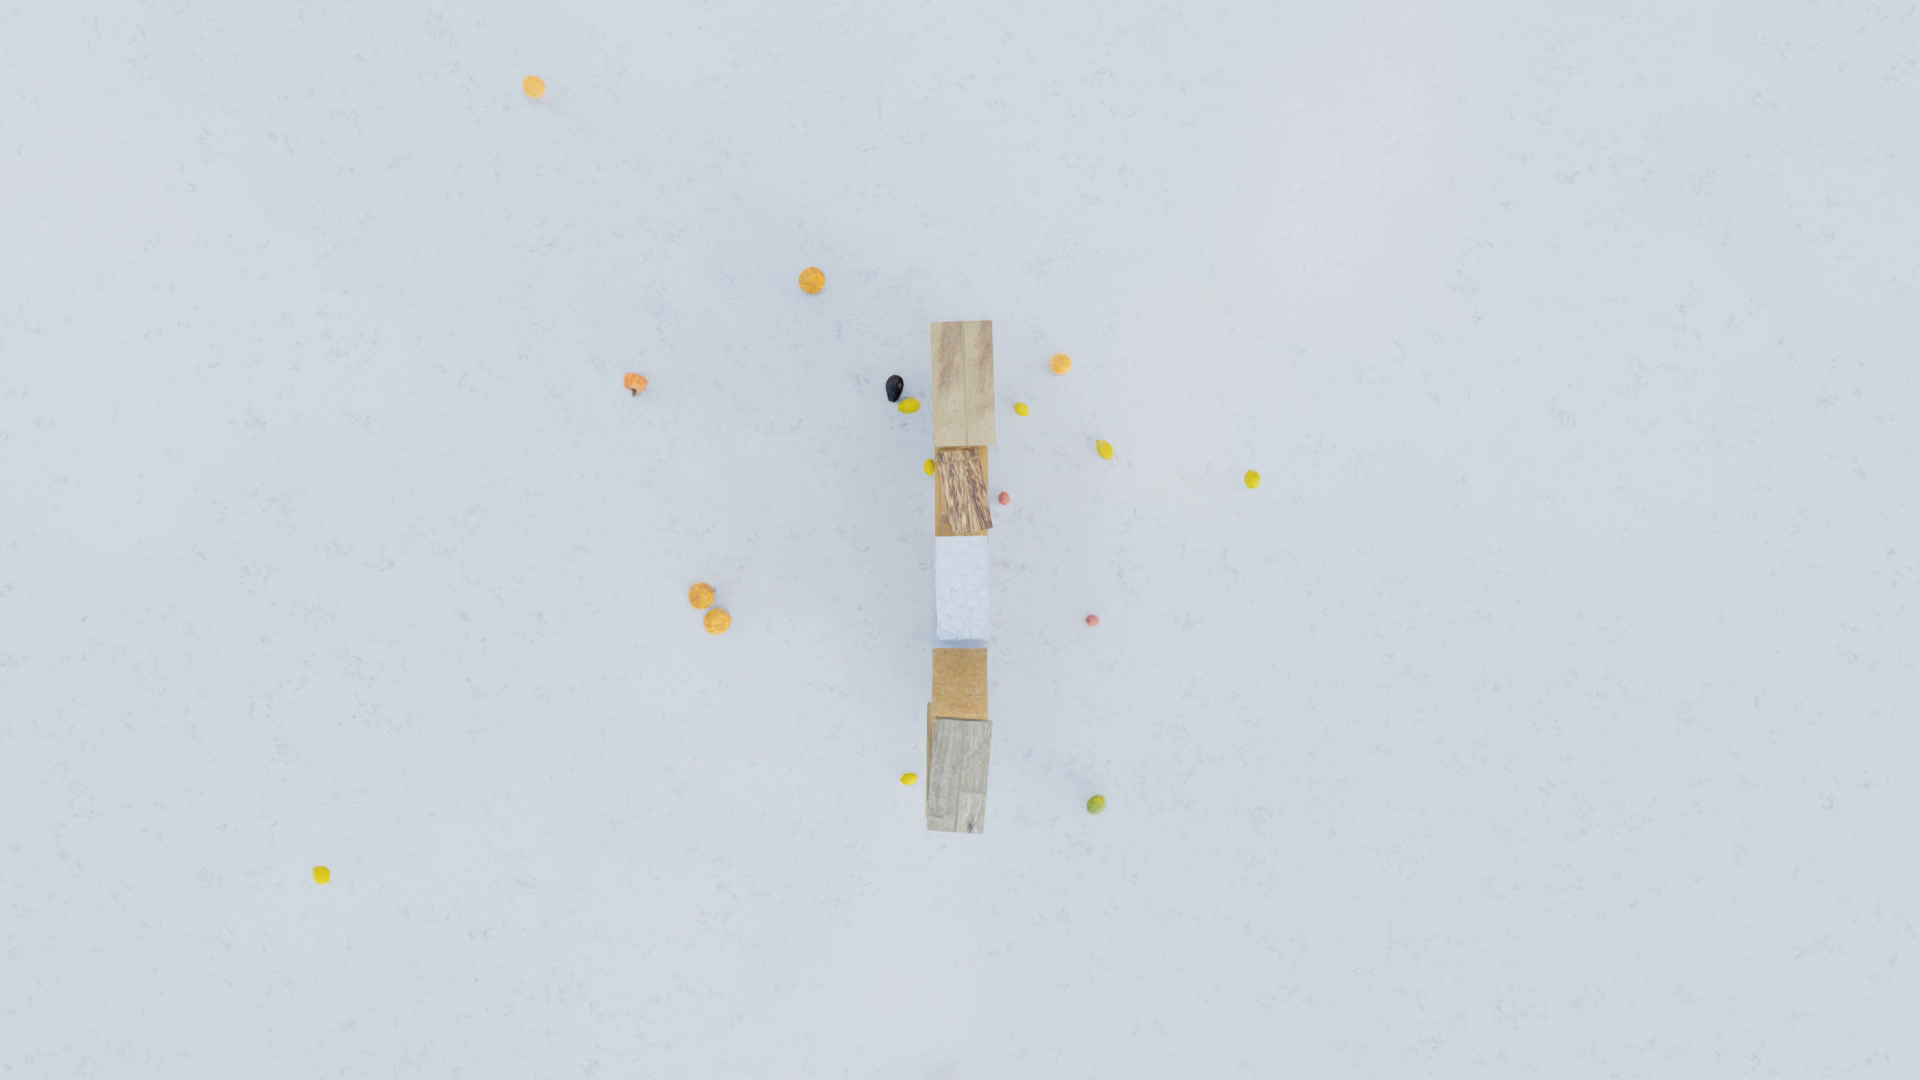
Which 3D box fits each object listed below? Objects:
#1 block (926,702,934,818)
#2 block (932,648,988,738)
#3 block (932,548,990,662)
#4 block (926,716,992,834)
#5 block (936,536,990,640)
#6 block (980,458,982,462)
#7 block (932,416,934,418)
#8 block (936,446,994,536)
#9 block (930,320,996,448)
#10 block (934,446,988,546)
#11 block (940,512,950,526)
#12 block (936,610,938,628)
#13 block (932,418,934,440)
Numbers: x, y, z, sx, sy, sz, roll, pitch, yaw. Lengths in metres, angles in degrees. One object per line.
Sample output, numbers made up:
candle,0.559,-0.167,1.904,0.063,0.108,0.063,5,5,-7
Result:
block,-0.021,0.672,5.075,0.166,0.522,0.047,4,120,-3
block,0.000,0.456,4.956,0.166,0.331,0.047,0,129,0
block,0.002,0.201,5.123,0.176,0.050,0.352,0,90,0
block,-0.002,0.684,4.802,0.166,0.047,0.331,4,96,-3
block,0.007,0.138,4.780,0.149,0.042,0.297,-1,90,0
block,0.000,-0.226,5.002,0.123,0.247,0.035,3,90,0
block,0.004,-0.493,5.115,0.180,0.051,0.359,-1,90,0
block,0.015,-0.145,4.861,0.123,0.035,0.247,-11,90,0
block,0.009,-0.445,4.711,0.177,0.050,0.354,-2,90,0
block,0.004,-0.145,5.148,0.164,0.047,0.329,0,90,0
block,0.006,-0.060,5.002,0.123,0.247,0.035,3,90,0
block,0.003,0.236,4.950,0.148,0.297,0.042,0,90,0
block,0.007,-0.328,4.913,0.177,0.354,0.050,-2,90,0
